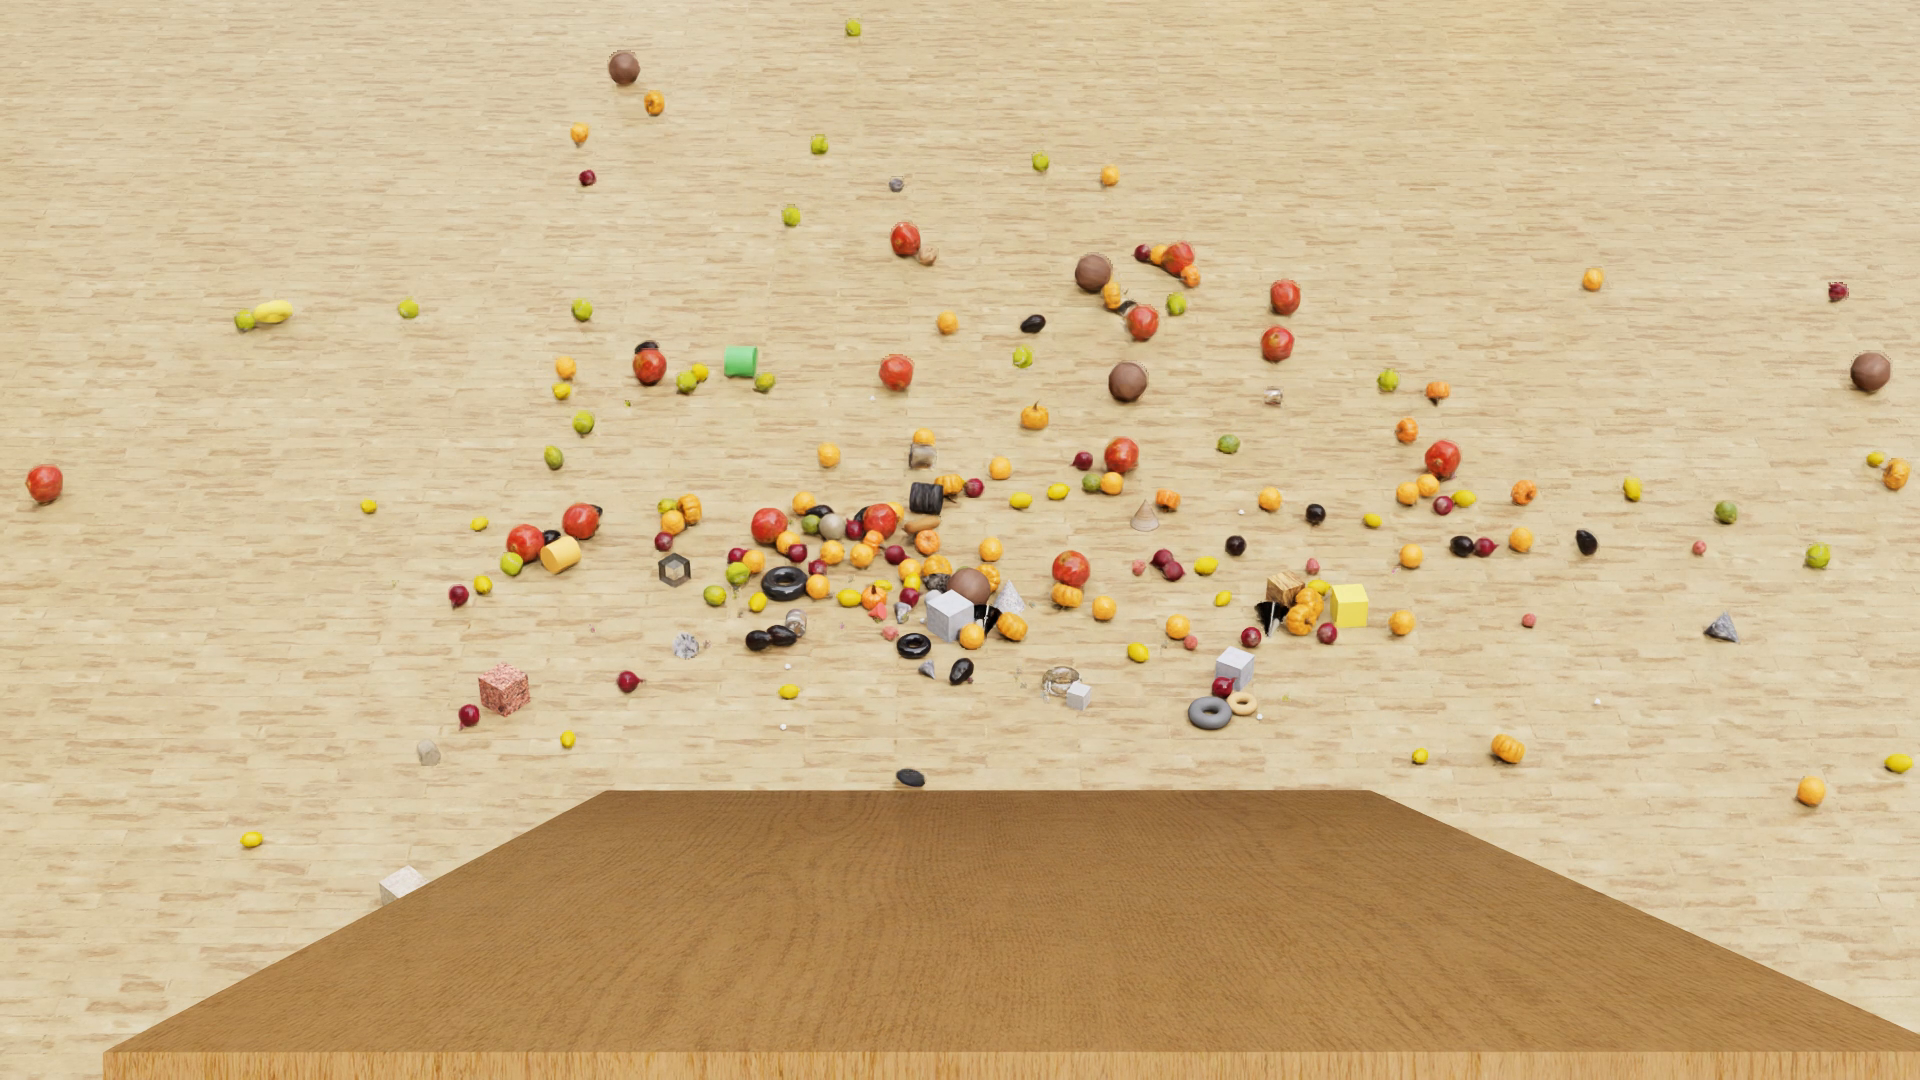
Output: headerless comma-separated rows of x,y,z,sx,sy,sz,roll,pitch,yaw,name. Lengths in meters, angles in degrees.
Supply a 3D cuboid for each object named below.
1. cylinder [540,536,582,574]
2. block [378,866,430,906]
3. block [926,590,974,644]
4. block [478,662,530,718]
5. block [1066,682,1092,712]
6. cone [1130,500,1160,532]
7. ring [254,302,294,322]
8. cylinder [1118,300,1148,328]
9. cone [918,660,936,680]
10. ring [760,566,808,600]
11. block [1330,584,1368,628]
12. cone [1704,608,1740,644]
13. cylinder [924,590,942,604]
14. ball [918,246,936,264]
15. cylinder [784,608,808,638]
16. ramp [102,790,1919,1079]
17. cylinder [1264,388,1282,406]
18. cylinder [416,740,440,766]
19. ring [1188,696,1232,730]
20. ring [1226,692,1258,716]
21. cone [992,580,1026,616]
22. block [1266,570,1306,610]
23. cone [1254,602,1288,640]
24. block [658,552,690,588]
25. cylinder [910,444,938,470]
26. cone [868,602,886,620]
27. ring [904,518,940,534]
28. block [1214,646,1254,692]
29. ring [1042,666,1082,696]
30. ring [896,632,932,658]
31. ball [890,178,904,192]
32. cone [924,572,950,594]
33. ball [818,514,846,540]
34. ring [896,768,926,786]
-1.194,0.044,7.767,0.087,0.087,0.087,-29,44,-36,cylinder
-1.389,0.892,6.512,0.091,0.091,0.091,29,43,35,block
-0.028,0.221,7.497,0.096,0.096,0.096,-27,42,-34,block
-1.266,0.415,7.212,0.096,0.096,0.096,24,41,31,block
0.331,0.435,7.222,0.051,0.051,0.051,16,37,22,block
0.568,-0.089,7.959,0.092,0.092,0.092,0,34,0,cone
-2.373,-0.788,8.972,0.137,0.137,0.046,-11,80,-16,ring
0.599,-0.783,9.000,0.076,0.076,0.076,-15,40,-21,cylinder
-0.083,0.374,7.336,0.053,0.053,0.053,-22,66,-29,cone
-0.518,0.128,7.679,0.143,0.048,0.143,0,35,0,ring
1.131,0.191,7.548,0.088,0.088,0.088,-3,34,-5,block
2.212,0.266,7.479,0.097,0.097,0.097,45,49,13,cone
-0.066,0.184,7.587,0.057,0.057,0.057,-19,38,-26,cylinder
-0.118,-1.028,9.366,0.069,0.069,0.069,0,34,0,ball
-0.474,0.241,7.499,0.062,0.062,0.062,1,34,2,cylinder
0.075,0.653,4.797,2.000,0.100,4.000,0,-1,0,ramp
1.031,-0.472,8.557,0.057,0.057,0.057,4,34,5,cylinder
-1.436,0.574,7.015,0.052,0.052,0.052,-16,37,-22,cylinder
0.690,0.477,7.169,0.123,0.041,0.123,-1,35,0,ring
0.783,0.455,7.212,0.089,0.030,0.089,-1,35,1,ring
0.144,0.153,7.598,0.096,0.096,0.096,0,34,0,cone
0.955,0.151,7.615,0.080,0.080,0.080,-18,38,-24,block
0.896,0.245,7.508,0.100,0.100,0.100,4,61,6,cone
-0.849,0.090,7.718,0.067,0.067,0.067,26,42,33,block
-0.117,-0.264,8.232,0.077,0.077,0.077,5,34,7,cylinder
-0.250,0.213,7.575,0.052,0.052,0.052,-15,27,27,cone
-0.116,-0.043,7.877,0.112,0.037,0.112,-13,-1,0,ring
0.772,0.363,7.302,0.080,0.080,0.080,20,39,27,block
0.286,0.396,7.292,0.114,0.038,0.114,-1,34,1,ring
-0.132,0.303,7.433,0.101,0.034,0.101,-1,35,1,ring
-0.241,-1.347,9.851,0.054,0.054,0.054,0,34,0,ball
-0.062,0.154,7.649,0.084,0.084,0.084,-5,61,-7,cone
-0.388,-0.040,7.896,0.082,0.082,0.082,0,34,0,ball
-0.132,0.634,6.931,0.080,0.027,0.080,14,14,-4,ring
